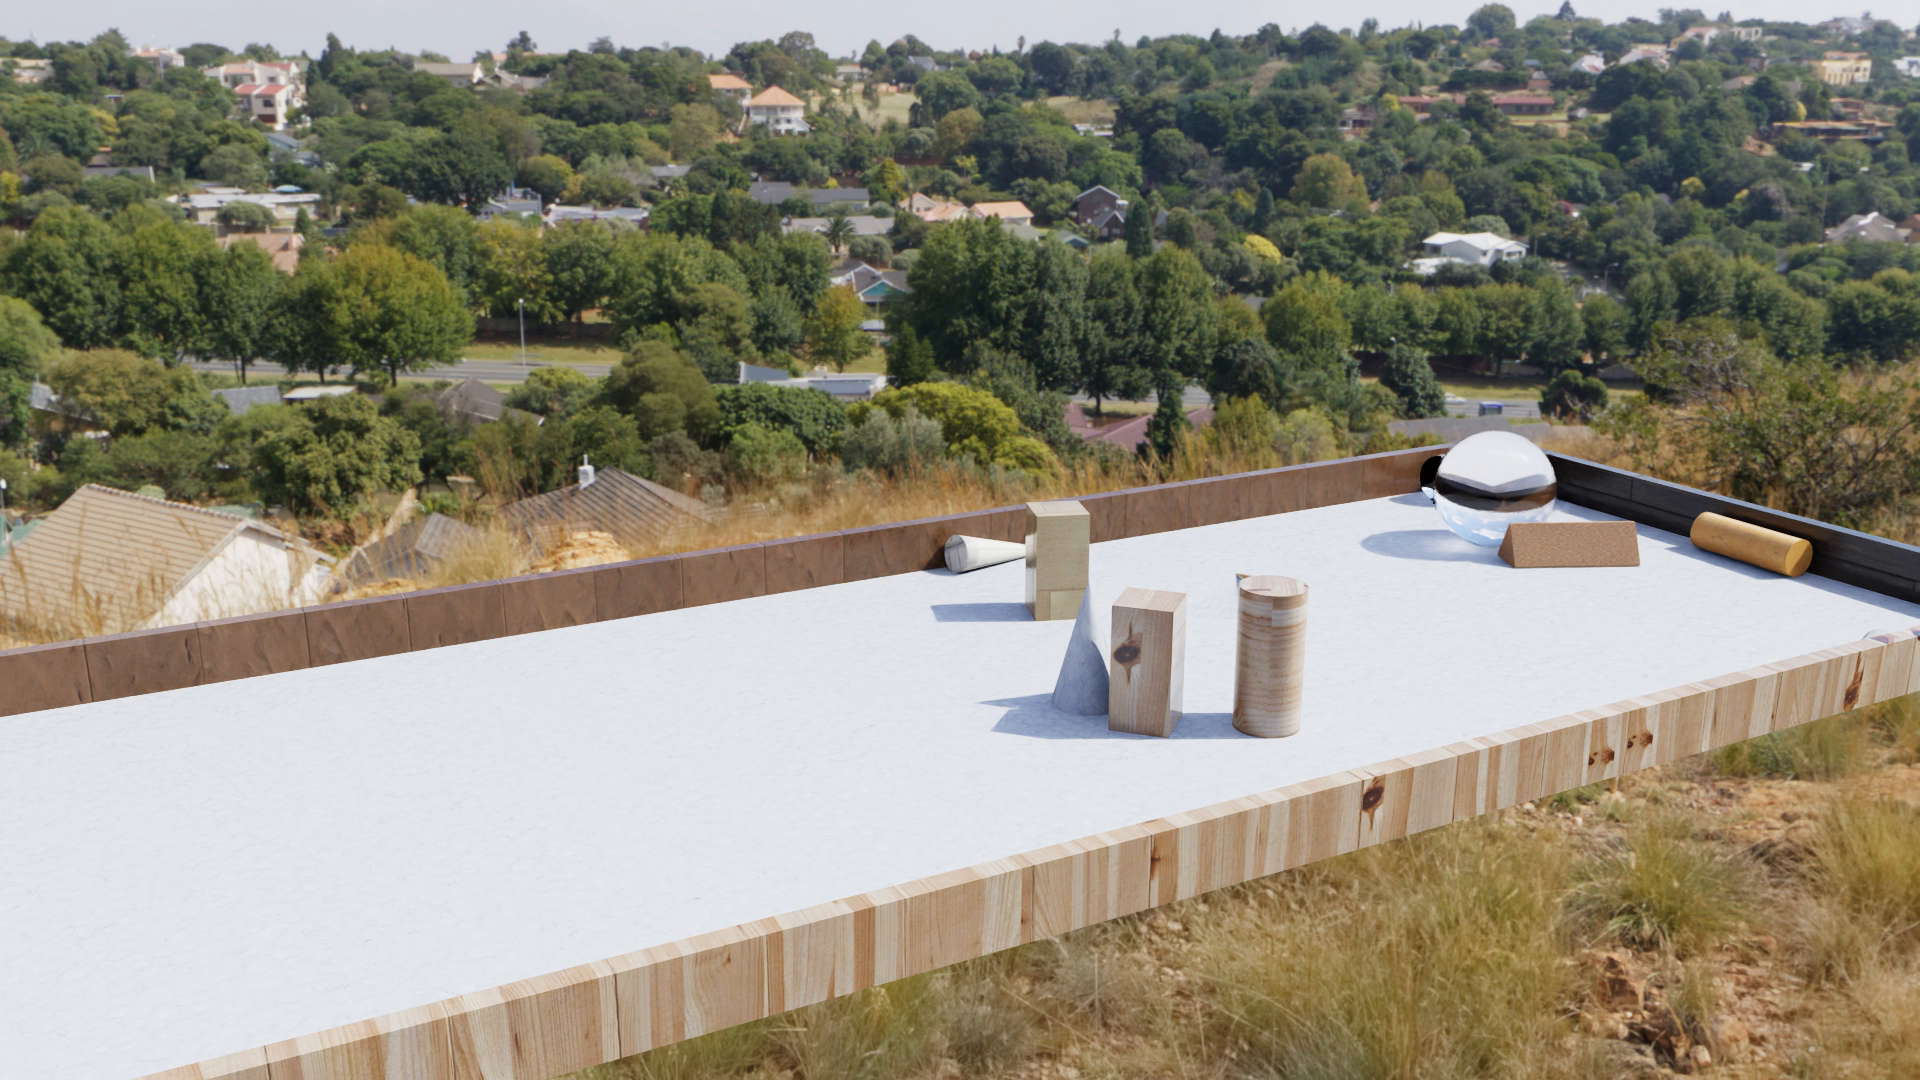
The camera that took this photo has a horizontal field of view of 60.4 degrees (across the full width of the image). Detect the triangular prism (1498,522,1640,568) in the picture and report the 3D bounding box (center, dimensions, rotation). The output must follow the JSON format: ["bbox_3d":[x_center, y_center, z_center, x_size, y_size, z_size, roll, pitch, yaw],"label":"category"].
[{"bbox_3d":[1.892,0.003,5.114,0.392,0.122,0.141,-1,16,-3],"label":"triangular prism"}]

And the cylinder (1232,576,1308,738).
[{"bbox_3d":[0.719,0.270,3.825,0.158,0.345,0.158,0,16,0],"label":"cylinder"}]

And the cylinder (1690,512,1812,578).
[{"bbox_3d":[2.446,0.011,5.107,0.118,0.118,0.349,-8,18,-24],"label":"cylinder"}]

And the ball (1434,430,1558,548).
[{"bbox_3d":[1.701,-0.163,5.247,0.373,0.373,0.373,0,16,0],"label":"ball"}]

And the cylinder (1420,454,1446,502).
[{"bbox_3d":[1.814,-0.242,5.881,0.339,0.168,0.168,-13,21,-37],"label":"cylinder"}]

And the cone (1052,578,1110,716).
[{"bbox_3d":[0.307,0.243,3.967,0.172,0.317,0.172,0,16,0],"label":"cone"}]

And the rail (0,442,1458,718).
[{"bbox_3d":[-3.305,0.497,3.399,12.000,0.150,0.050,-9,18,-27],"label":"rail"}]

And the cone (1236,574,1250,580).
[{"bbox_3d":[0.870,0.133,4.805,0.109,0.109,0.427,-3,9,-9],"label":"cone"}]

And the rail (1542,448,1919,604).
[{"bbox_3d":[2.466,-0.048,5.253,0.050,0.150,2.100,-9,18,-27],"label":"rail"}]

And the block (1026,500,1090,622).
[{"bbox_3d":[0.271,0.057,4.622,0.149,0.303,0.149,-3,17,-9],"label":"block"}]

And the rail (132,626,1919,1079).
[{"bbox_3d":[-2.336,1.006,1.665,12.000,0.150,0.050,-9,18,-27],"label":"rail"}]

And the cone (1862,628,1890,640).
[{"bbox_3d":[2.167,0.349,4.059,0.439,0.123,0.123,-21,25,-32],"label":"cone"}]

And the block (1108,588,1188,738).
[{"bbox_3d":[0.438,0.284,3.844,0.144,0.307,0.144,6,17,19],"label":"block"}]

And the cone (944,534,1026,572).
[{"bbox_3d":[0.151,0.035,5.132,0.411,0.116,0.116,-2,14,-37],"label":"cone"}]
